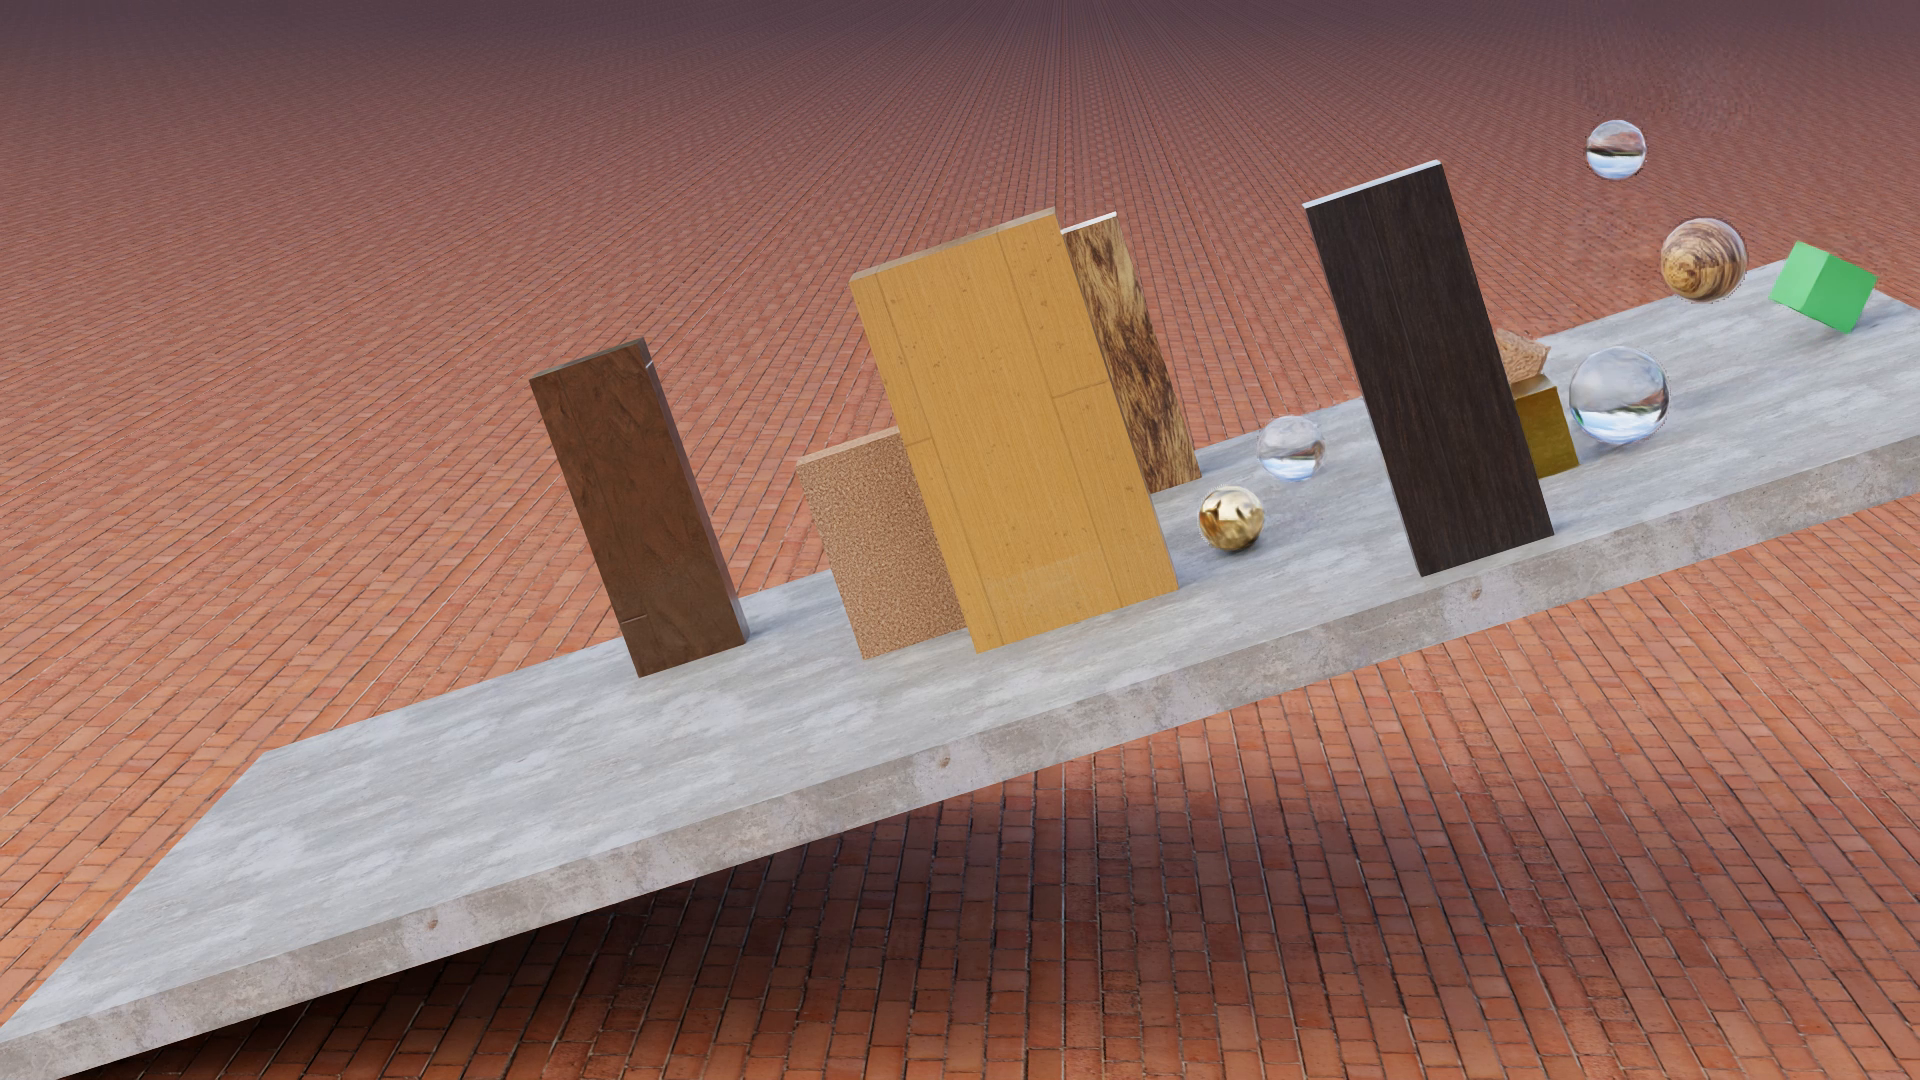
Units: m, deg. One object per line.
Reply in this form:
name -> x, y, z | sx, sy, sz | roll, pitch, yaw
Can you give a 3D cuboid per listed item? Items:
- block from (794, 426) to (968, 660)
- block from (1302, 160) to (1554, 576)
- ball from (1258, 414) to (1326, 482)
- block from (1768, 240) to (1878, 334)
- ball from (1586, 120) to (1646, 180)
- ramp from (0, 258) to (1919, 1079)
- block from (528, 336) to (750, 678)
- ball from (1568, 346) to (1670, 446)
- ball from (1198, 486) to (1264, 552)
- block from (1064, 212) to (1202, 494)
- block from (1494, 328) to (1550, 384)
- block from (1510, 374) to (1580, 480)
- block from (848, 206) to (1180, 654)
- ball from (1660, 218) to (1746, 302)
block -> -0.078, -0.023, 6.195 | 0.410, 0.438, 0.107 | -18, 11, 6
block -> 0.844, -0.306, 5.300 | 0.251, 0.705, 0.081 | -18, 11, 6
ball -> 0.729, -0.200, 6.465 | 0.149, 0.149, 0.149 | 0, 12, 0
block -> 1.785, -0.522, 6.083 | 0.131, 0.131, 0.131 | 21, 11, -20
ball -> 1.355, -0.806, 6.074 | 0.122, 0.122, 0.122 | 0, 12, 0
ramp -> 0.106, 0.181, 6.306 | 4.000, 0.100, 2.000 | -18, 11, 6
block -> -0.734, -0.073, 6.775 | 0.263, 0.735, 0.109 | -18, 11, 6
ball -> 1.292, -0.282, 5.766 | 0.194, 0.194, 0.194 | 0, 12, 0
ball -> 0.556, -0.044, 6.022 | 0.134, 0.134, 0.134 | 0, 12, 0
block -> 0.296, -0.401, 6.885 | 0.356, 0.644, 0.106 | -18, 11, 6
block -> 1.125, -0.352, 6.006 | 0.114, 0.114, 0.114 | 23, 19, 13
block -> 1.111, -0.214, 5.826 | 0.167, 0.167, 0.167 | -18, 11, 7
block -> 0.112, -0.219, 5.894 | 0.426, 0.791, 0.147 | -18, 11, 6
ball -> 1.469, -0.553, 5.813 | 0.166, 0.166, 0.166 | 0, 12, 0
